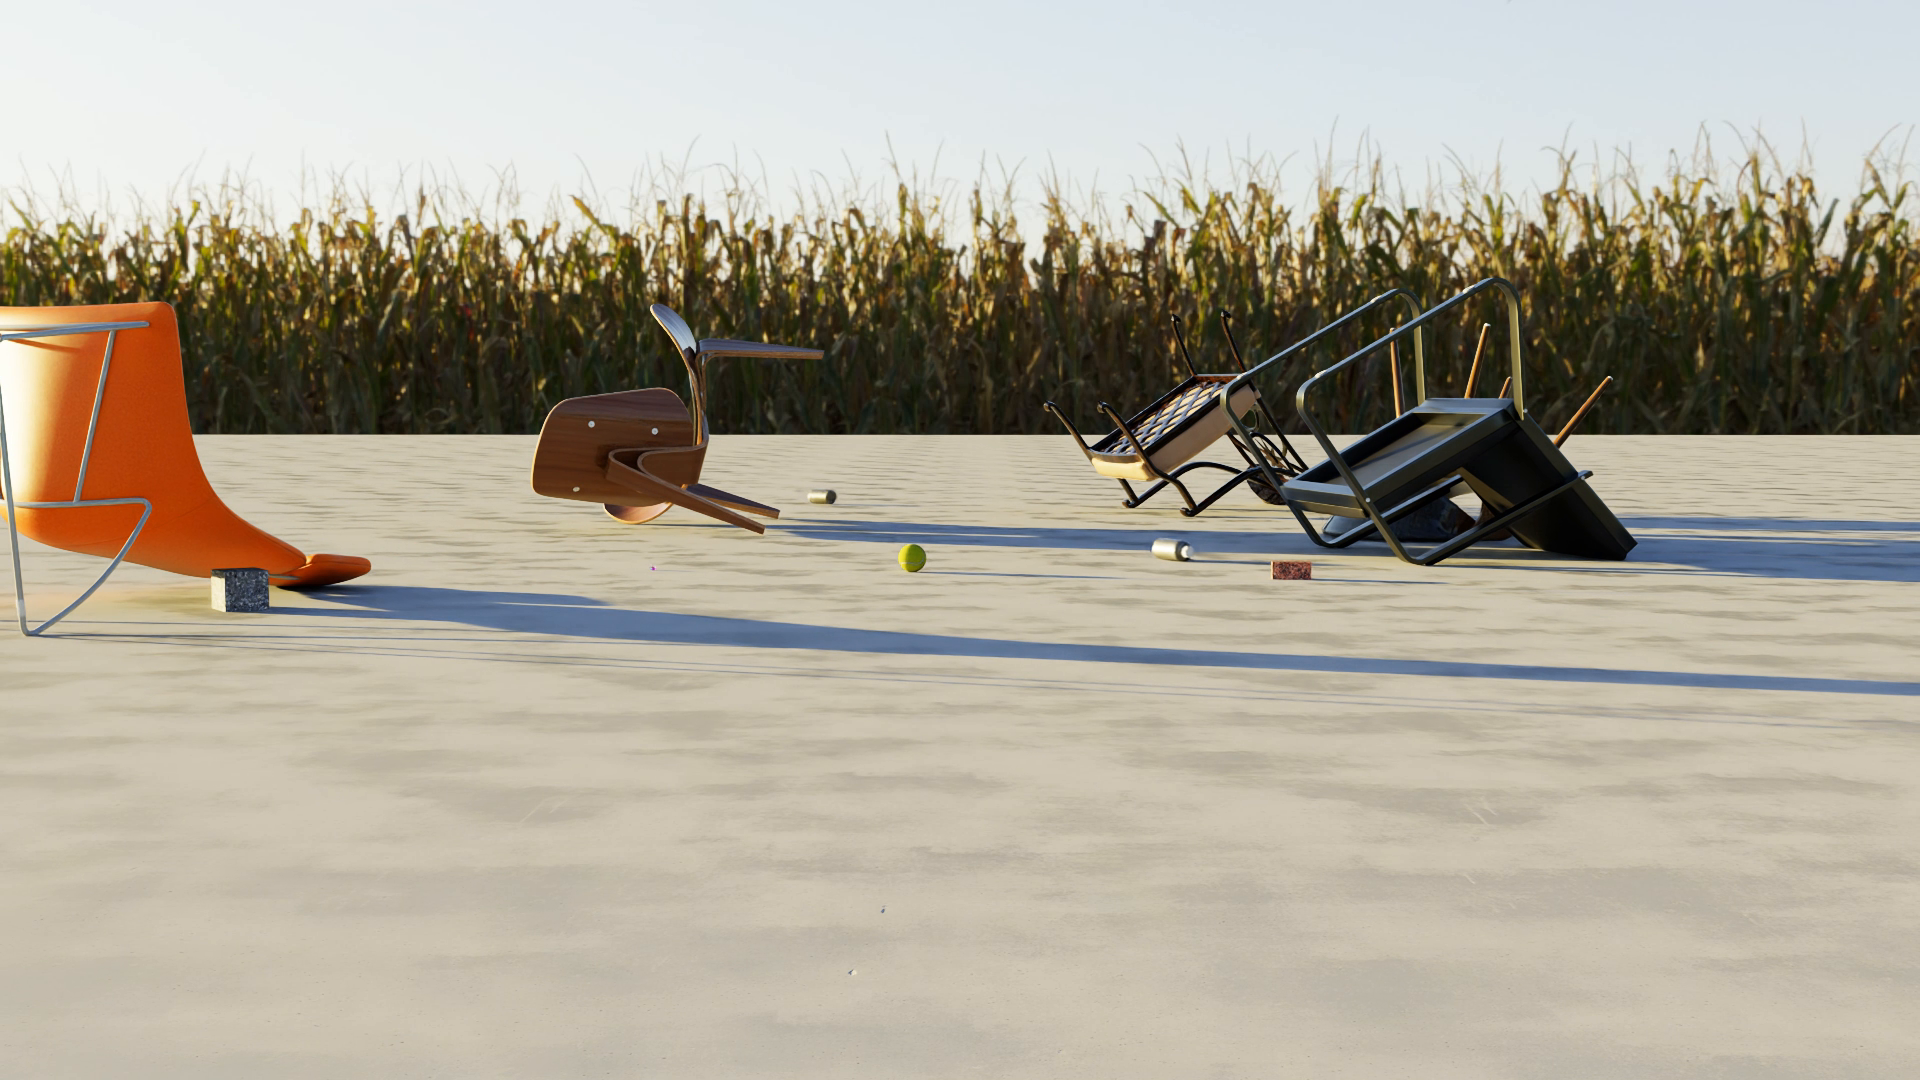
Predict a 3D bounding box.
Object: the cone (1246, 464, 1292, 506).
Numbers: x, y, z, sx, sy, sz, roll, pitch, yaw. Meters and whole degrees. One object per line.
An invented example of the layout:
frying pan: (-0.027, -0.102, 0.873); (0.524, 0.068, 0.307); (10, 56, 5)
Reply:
cone: (1.199, -0.181, 8.603); (0.215, 0.133, 0.171); (43, -16, 18)

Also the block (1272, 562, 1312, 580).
block: (0.784, 0.072, 5.204); (0.091, 0.041, 0.034); (0, 4, 4)

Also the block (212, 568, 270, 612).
block: (-1.470, 0.101, 4.492); (0.088, 0.080, 0.098); (-3, 5, -34)
